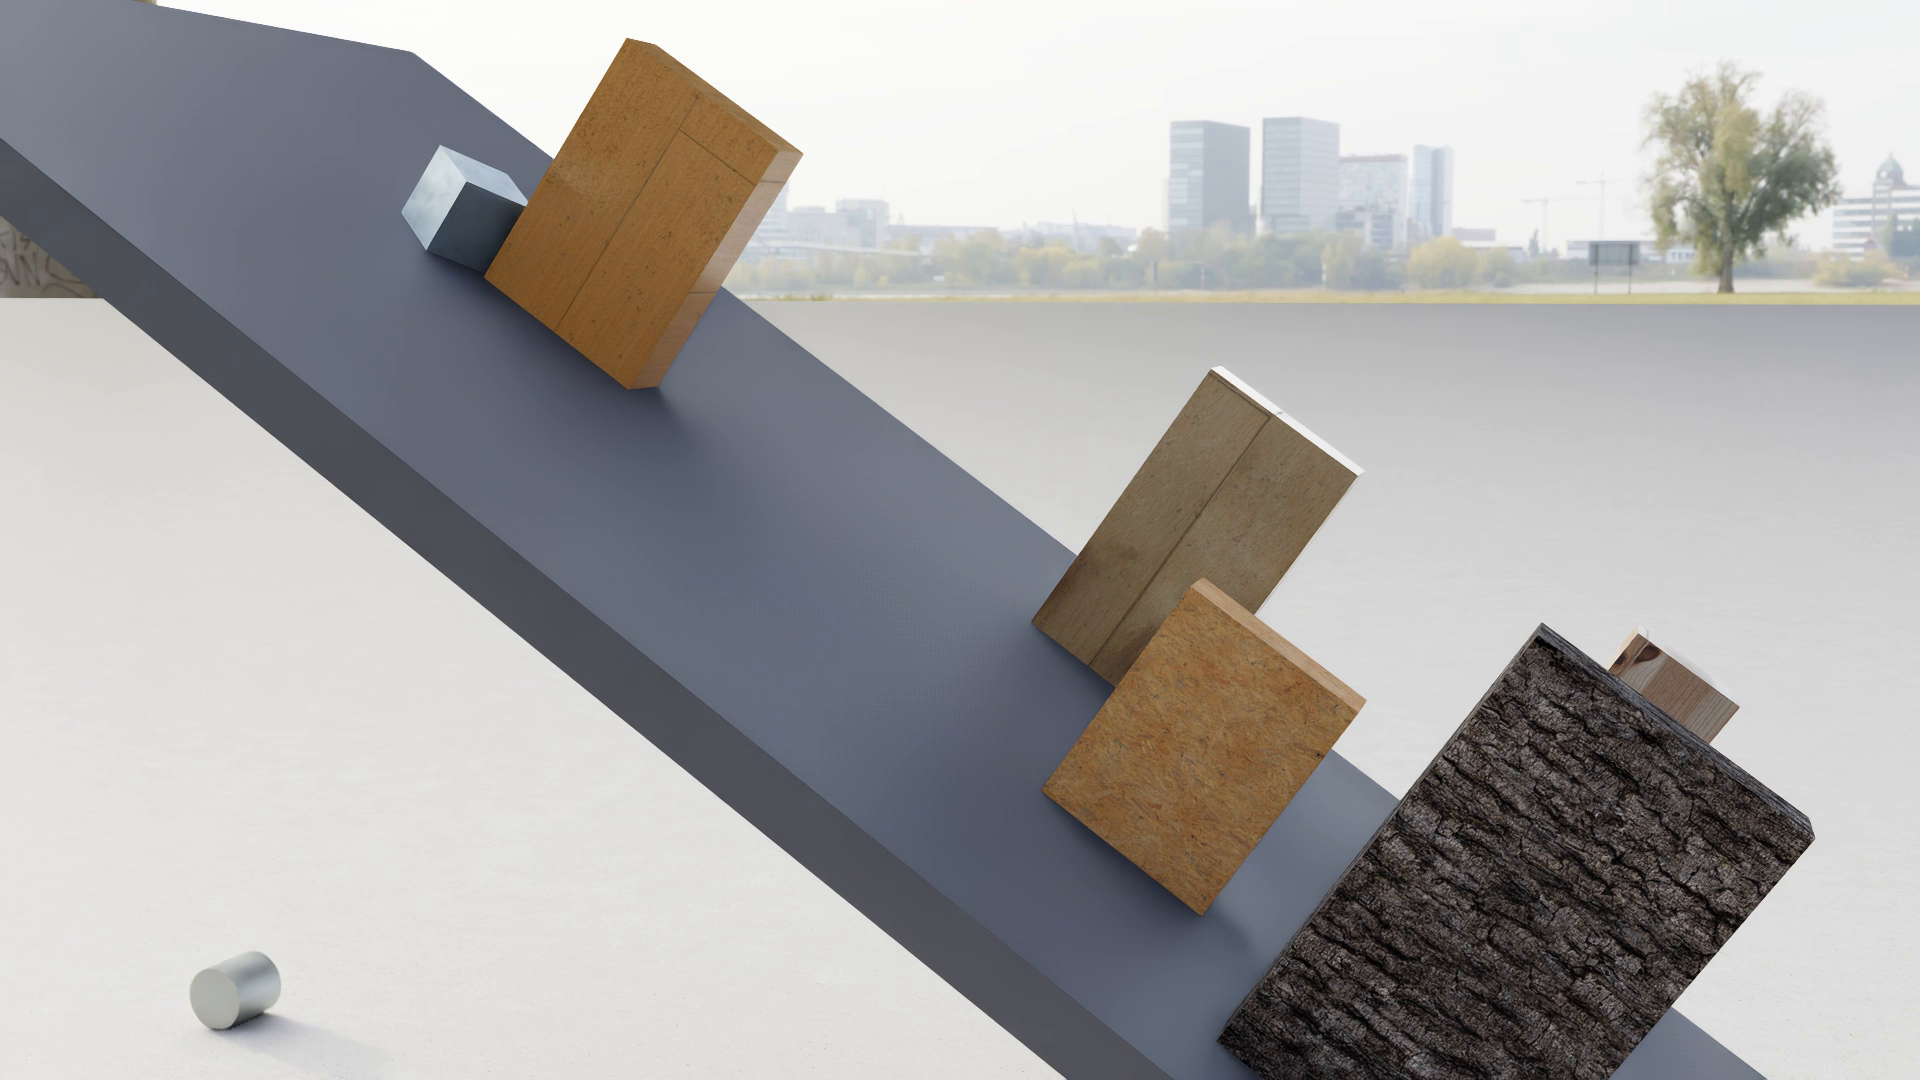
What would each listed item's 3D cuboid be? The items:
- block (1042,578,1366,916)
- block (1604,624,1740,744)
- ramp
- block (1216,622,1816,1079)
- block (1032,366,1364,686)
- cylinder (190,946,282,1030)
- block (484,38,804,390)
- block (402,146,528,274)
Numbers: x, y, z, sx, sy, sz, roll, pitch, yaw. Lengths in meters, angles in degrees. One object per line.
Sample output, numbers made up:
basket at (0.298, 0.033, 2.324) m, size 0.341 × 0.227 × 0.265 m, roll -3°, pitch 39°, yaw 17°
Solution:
block at (0.394, 0.334, 3.576) m, size 0.329 × 0.426 × 0.109 m, roll 37°, pitch 16°, yaw 10°
block at (1.308, 0.505, 4.561) m, size 0.244 × 0.636 × 0.134 m, roll 37°, pitch 16°, yaw 10°
ramp at (-0.090, 0.161, 4.082) m, size 4.000 × 0.100 × 2.000 m, roll 37°, pitch 16°, yaw 10°
block at (0.765, 0.551, 3.087) m, size 0.442 × 0.749 × 0.119 m, roll 37°, pitch 16°, yaw 10°
block at (0.461, 0.014, 4.307) m, size 0.345 × 0.619 × 0.109 m, roll 37°, pitch 16°, yaw 10°
cylinder at (-1.799, 1.117, 5.461) m, size 0.155 × 0.155 × 0.155 m, roll 4°, pitch 22°, yaw 32°
block at (-0.598, -0.610, 4.139) m, size 0.364 × 0.535 × 0.128 m, roll 37°, pitch 16°, yaw 10°
block at (-0.941, -0.628, 4.199) m, size 0.154 × 0.154 × 0.154 m, roll 20°, pitch 21°, yaw -43°
